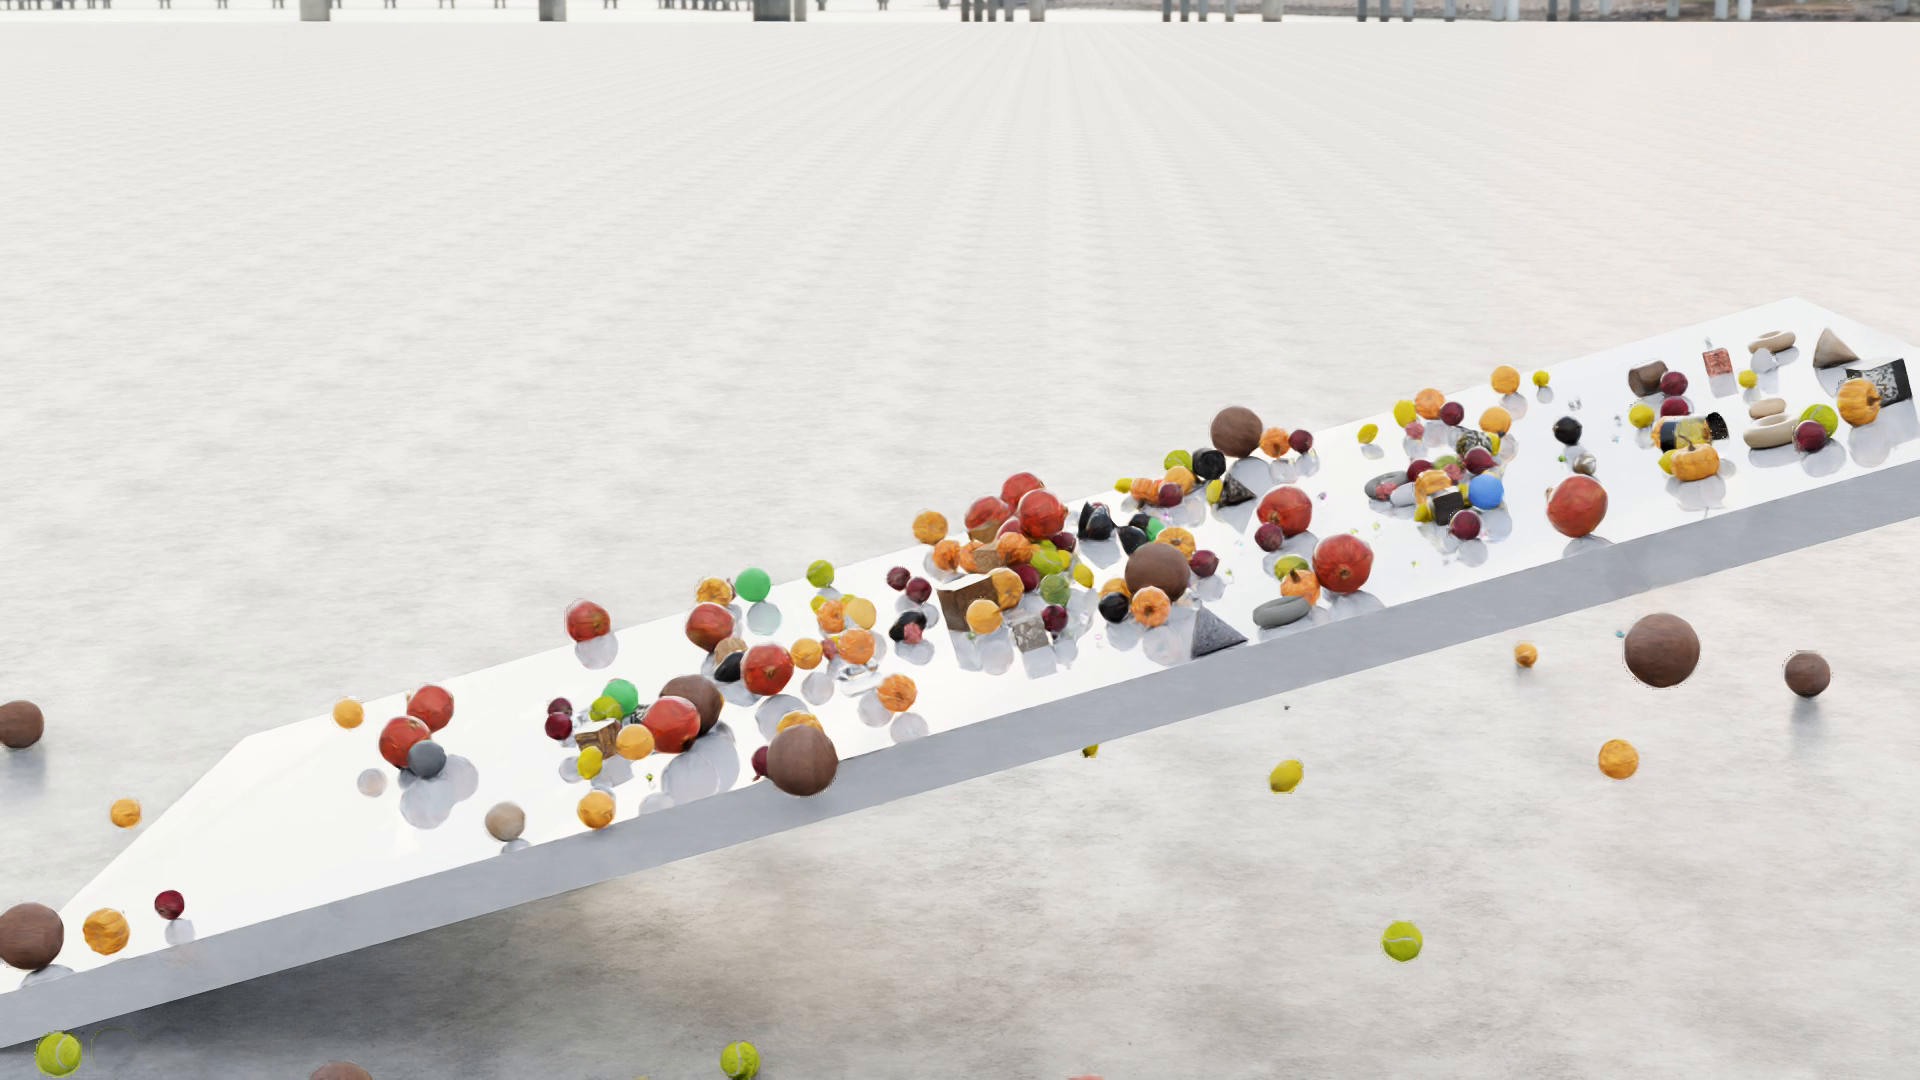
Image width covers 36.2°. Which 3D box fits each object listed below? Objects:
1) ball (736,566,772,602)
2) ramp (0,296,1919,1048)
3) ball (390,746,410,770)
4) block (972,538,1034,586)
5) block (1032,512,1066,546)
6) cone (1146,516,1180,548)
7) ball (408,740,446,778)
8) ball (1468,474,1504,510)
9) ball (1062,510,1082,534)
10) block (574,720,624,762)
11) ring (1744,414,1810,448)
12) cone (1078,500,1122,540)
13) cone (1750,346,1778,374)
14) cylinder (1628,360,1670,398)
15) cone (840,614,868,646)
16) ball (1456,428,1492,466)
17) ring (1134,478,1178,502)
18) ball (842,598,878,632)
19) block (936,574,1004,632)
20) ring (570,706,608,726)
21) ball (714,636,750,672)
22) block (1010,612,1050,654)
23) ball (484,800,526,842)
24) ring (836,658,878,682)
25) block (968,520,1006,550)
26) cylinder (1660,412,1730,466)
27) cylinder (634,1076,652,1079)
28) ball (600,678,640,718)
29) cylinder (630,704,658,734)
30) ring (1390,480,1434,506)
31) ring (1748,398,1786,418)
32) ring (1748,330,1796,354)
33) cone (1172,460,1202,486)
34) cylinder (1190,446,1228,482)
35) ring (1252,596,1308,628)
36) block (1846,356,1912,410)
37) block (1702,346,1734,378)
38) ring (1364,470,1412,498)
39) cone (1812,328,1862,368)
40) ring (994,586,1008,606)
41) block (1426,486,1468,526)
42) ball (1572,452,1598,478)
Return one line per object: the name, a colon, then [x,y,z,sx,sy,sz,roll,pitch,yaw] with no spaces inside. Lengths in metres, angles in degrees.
ball: [-0.505,0.109,7.189,0.089,0.089,0.089,0,11,0]
ramp: [0.090,0.187,6.320,4.000,0.100,2.000,-16,10,5]
ball: [-1.225,0.477,6.451,0.052,0.052,0.052,0,11,0]
block: [0.096,0.049,6.532,0.085,0.085,0.085,-23,11,-31]
block: [0.207,-0.026,6.843,0.058,0.058,0.058,-15,10,9]
cone: [0.448,-0.013,6.447,0.070,0.070,0.070,9,10,-5]
ball: [-1.138,0.467,6.277,0.082,0.082,0.082,0,11,0]
ball: [1.038,-0.095,5.807,0.071,0.071,0.071,0,11,0]
ball: [0.263,-0.042,6.846,0.056,0.056,0.056,0,11,0]
block: [-0.732,0.409,5.978,0.062,0.062,0.062,-8,13,40]
ring: [1.568,-0.210,5.650,0.126,0.042,0.126,-16,11,3]
cone: [0.327,-0.035,6.742,0.094,0.094,0.094,13,13,12]
cone: [1.747,-0.381,6.343,0.059,0.059,0.059,15,2,-31]
cylinder: [1.515,-0.355,6.467,0.067,0.067,0.067,-19,15,-12]
cone: [-0.237,0.189,6.374,0.063,0.063,0.063,-16,10,3]
ball: [1.093,-0.198,6.255,0.078,0.078,0.078,0,11,0]
ring: [0.468,-0.120,6.997,0.110,0.037,0.110,-15,11,3]
ball: [-0.219,0.165,6.438,0.077,0.077,0.077,0,11,0]
block: [0.019,0.132,6.181,0.091,0.091,0.091,-21,11,-23]
ring: [-0.802,0.381,6.355,0.083,0.028,0.083,-16,11,3]
ball: [-0.497,0.251,6.419,0.079,0.079,0.079,0,11,0]
block: [0.138,0.182,5.800,0.058,0.058,0.058,-17,10,-3]
ball: [-0.848,0.524,5.487,0.077,0.077,0.077,0,11,0]
ring: [-0.209,0.265,6.001,0.092,0.031,0.092,-18,6,2]
block: [0.066,-0.004,6.951,0.061,0.061,0.061,-7,13,43]
cylinder: [1.413,-0.194,5.659,0.095,0.095,0.095,-10,1,-43]
cylinder: [-0.544,0.990,5.131,0.081,0.081,0.081,-6,17,-28]
ball: [-0.728,0.339,6.305,0.082,0.082,0.082,0,11,0]
cylinder: [-0.656,0.370,6.099,0.052,0.052,0.052,0,10,0]
ring: [0.938,-0.096,6.093,0.094,0.031,0.094,-18,13,4]
ring: [1.622,-0.265,5.912,0.077,0.026,0.077,-18,10,3]
ring: [1.807,-0.440,6.547,0.107,0.036,0.107,-18,9,3]
cone: [0.550,-0.150,7.046,0.067,0.067,0.067,16,15,18]
cylinder: [0.593,-0.182,7.020,0.073,0.073,0.073,-2,13,-11]
ring: [0.588,0.132,5.401,0.106,0.035,0.106,-16,8,2]
block: [1.782,-0.305,5.704,0.080,0.080,0.080,-19,10,-13]
block: [1.666,-0.391,6.468,0.050,0.050,0.050,-15,10,8]
ring: [0.911,-0.118,6.252,0.106,0.035,0.106,-18,9,3]
cone: [1.854,-0.392,6.188,0.089,0.089,0.089,20,19,28]
ring: [0.052,0.127,6.314,0.109,0.036,0.109,-14,13,3]
block: [0.962,-0.066,5.809,0.059,0.059,0.059,-17,10,-1]
ball: [1.239,-0.149,5.834,0.050,0.050,0.050,0,11,0]
